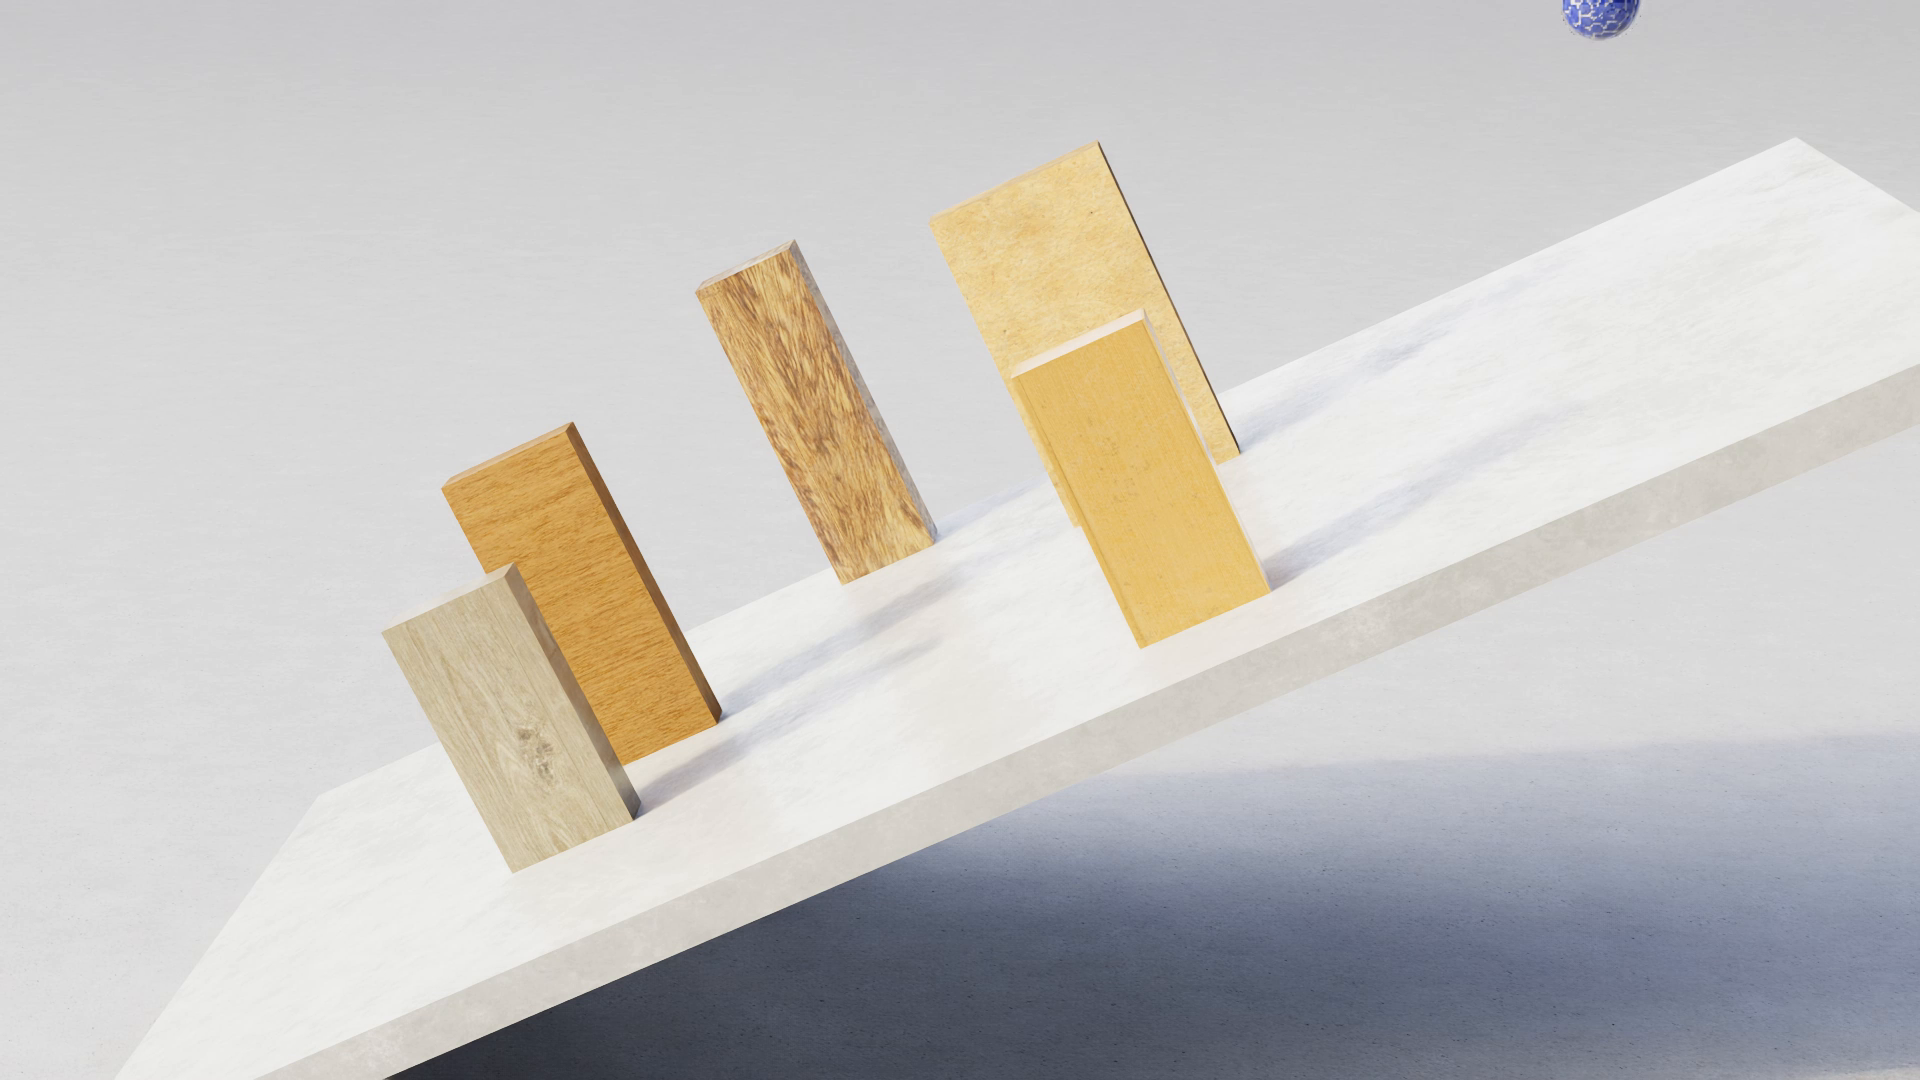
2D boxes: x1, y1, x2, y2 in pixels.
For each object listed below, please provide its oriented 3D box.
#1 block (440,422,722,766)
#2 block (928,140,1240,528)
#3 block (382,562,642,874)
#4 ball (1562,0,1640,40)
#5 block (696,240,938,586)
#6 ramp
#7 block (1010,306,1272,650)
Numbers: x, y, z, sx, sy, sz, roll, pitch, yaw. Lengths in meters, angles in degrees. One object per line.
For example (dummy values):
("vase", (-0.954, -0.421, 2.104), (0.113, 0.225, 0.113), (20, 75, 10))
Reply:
("block", (-0.818, 0.134, 6.400), (0.302, 0.724, 0.097), (-24, 13, 9))
("block", (0.279, -0.452, 6.516), (0.406, 0.758, 0.098), (-24, 13, 9))
("block", (-0.914, 0.366, 6.019), (0.282, 0.573, 0.108), (-24, 13, 9))
("ball", (1.297, -1.089, 5.952), (0.155, 0.155, 0.155), (0, 16, 0))
("block", (-0.339, -0.303, 7.037), (0.247, 0.790, 0.137), (-24, 13, 9))
("ramp", (0.136, 0.169, 6.282), (4.000, 0.100, 2.000), (-24, 13, 9))
("block", (0.340, -0.114, 5.500), (0.269, 0.574, 0.108), (-24, 13, 9))
